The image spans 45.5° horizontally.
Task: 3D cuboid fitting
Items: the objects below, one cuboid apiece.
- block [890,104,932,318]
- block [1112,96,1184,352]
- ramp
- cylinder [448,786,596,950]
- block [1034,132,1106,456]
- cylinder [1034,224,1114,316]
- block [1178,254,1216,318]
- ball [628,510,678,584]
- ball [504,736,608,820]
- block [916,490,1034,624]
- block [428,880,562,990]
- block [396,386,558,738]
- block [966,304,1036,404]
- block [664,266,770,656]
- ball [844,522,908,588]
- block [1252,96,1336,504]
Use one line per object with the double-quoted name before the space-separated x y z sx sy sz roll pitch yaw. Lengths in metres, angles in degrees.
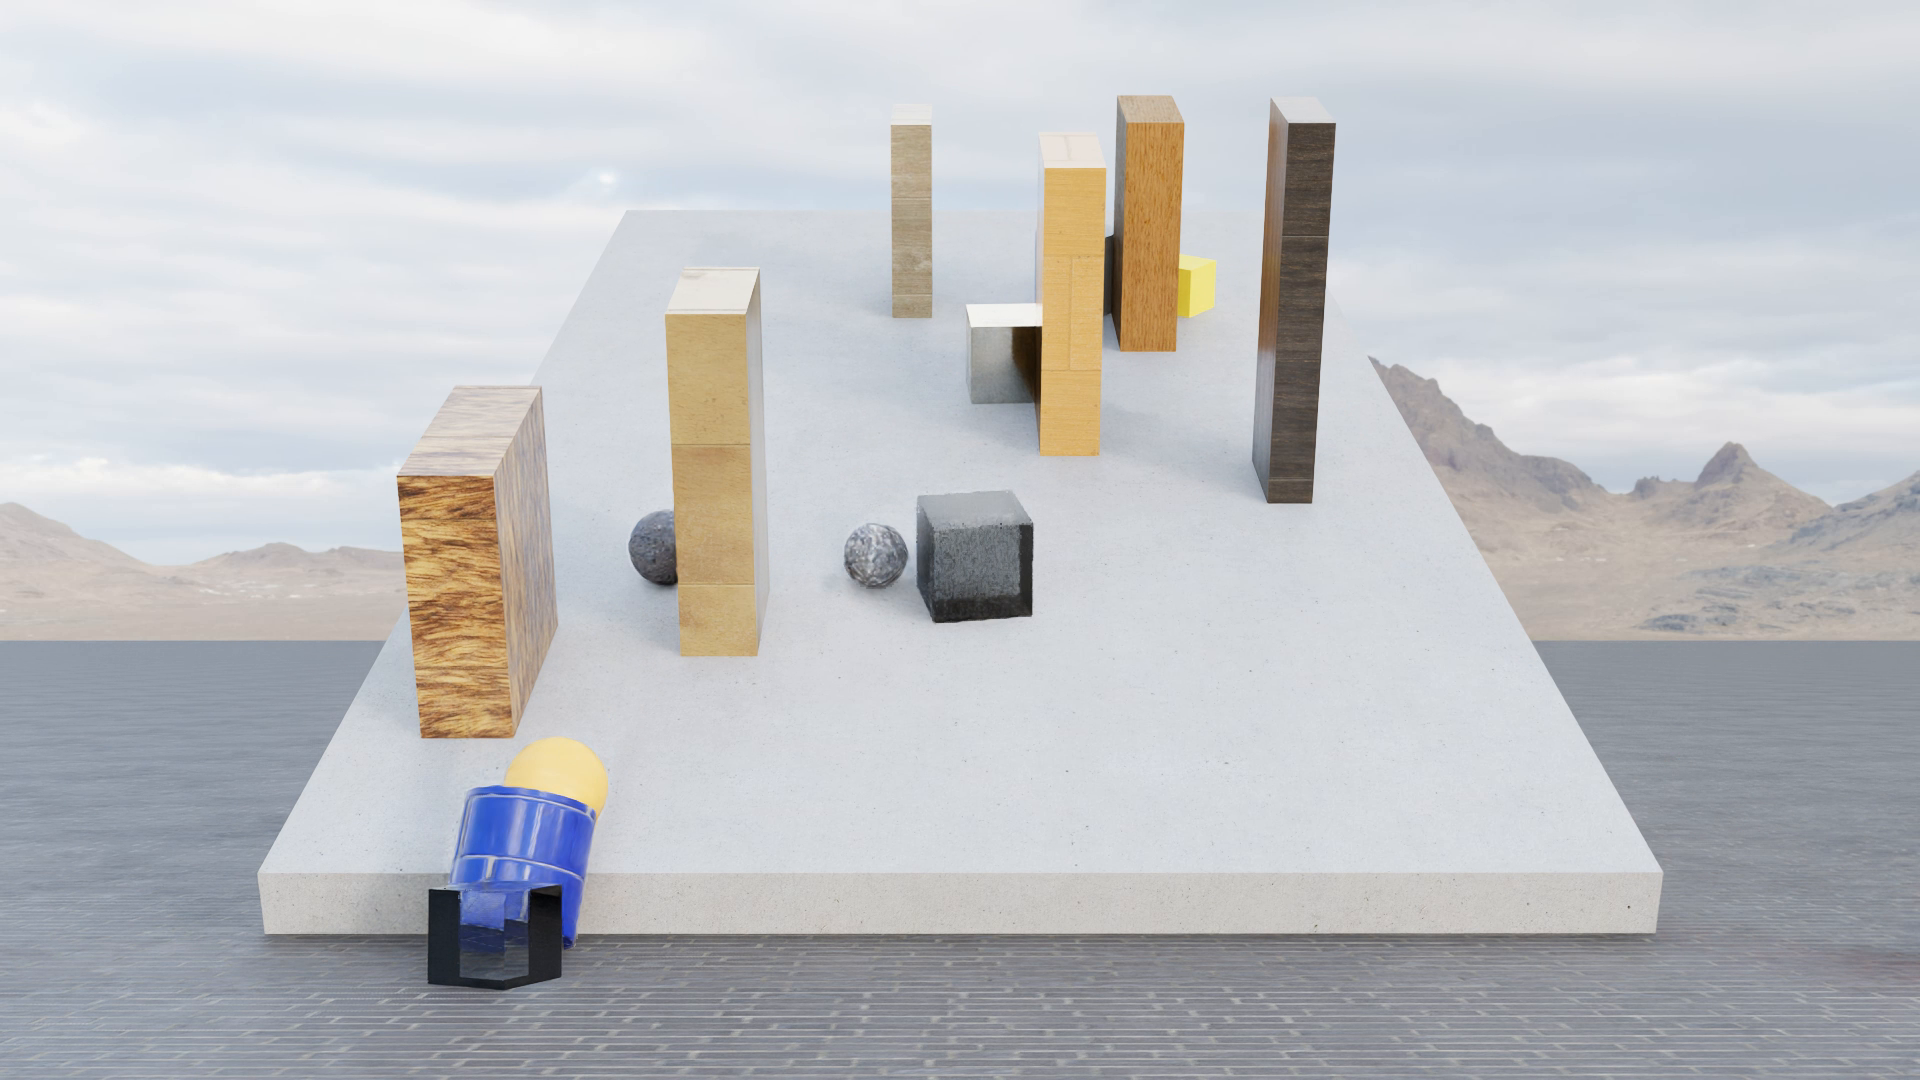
"block" -0.123 -0.850 5.914 0.102 0.498 0.267 0 22 0
"block" 0.460 -0.786 5.667 0.136 0.563 0.342 0 22 0
"ramp" -0.006 -0.219 5.136 2.000 0.100 4.000 0 22 0
"cylinder" -0.594 0.443 3.088 0.179 0.179 0.179 6 -21 2
"block" 0.234 -0.536 4.956 0.126 0.623 0.361 0 22 0
"cylinder" 0.297 -0.701 5.932 0.207 0.207 0.207 0 22 0
"block" 0.576 -0.661 5.946 0.125 0.125 0.125 15 26 33
"ball" -0.541 0.014 4.226 0.139 0.139 0.139 0 -2 0
"ball" -0.576 0.354 3.267 0.147 0.147 0.147 0 -2 0
"block" 0.025 0.028 4.138 0.178 0.178 0.178 -4 22 -11
"block" -0.578 0.490 2.854 0.117 0.117 0.117 -1 -3 26
"block" -0.785 0.026 3.777 0.147 0.446 0.448 0 22 0
"block" 0.111 -0.431 5.286 0.183 0.183 0.183 -1 22 -3
"block" -0.415 -0.138 3.969 0.131 0.610 0.295 0 22 0
"ball" -0.155 0.028 4.219 0.119 0.119 0.119 0 -2 0
"block" 0.668 -0.481 4.617 0.091 0.774 0.261 0 22 0
